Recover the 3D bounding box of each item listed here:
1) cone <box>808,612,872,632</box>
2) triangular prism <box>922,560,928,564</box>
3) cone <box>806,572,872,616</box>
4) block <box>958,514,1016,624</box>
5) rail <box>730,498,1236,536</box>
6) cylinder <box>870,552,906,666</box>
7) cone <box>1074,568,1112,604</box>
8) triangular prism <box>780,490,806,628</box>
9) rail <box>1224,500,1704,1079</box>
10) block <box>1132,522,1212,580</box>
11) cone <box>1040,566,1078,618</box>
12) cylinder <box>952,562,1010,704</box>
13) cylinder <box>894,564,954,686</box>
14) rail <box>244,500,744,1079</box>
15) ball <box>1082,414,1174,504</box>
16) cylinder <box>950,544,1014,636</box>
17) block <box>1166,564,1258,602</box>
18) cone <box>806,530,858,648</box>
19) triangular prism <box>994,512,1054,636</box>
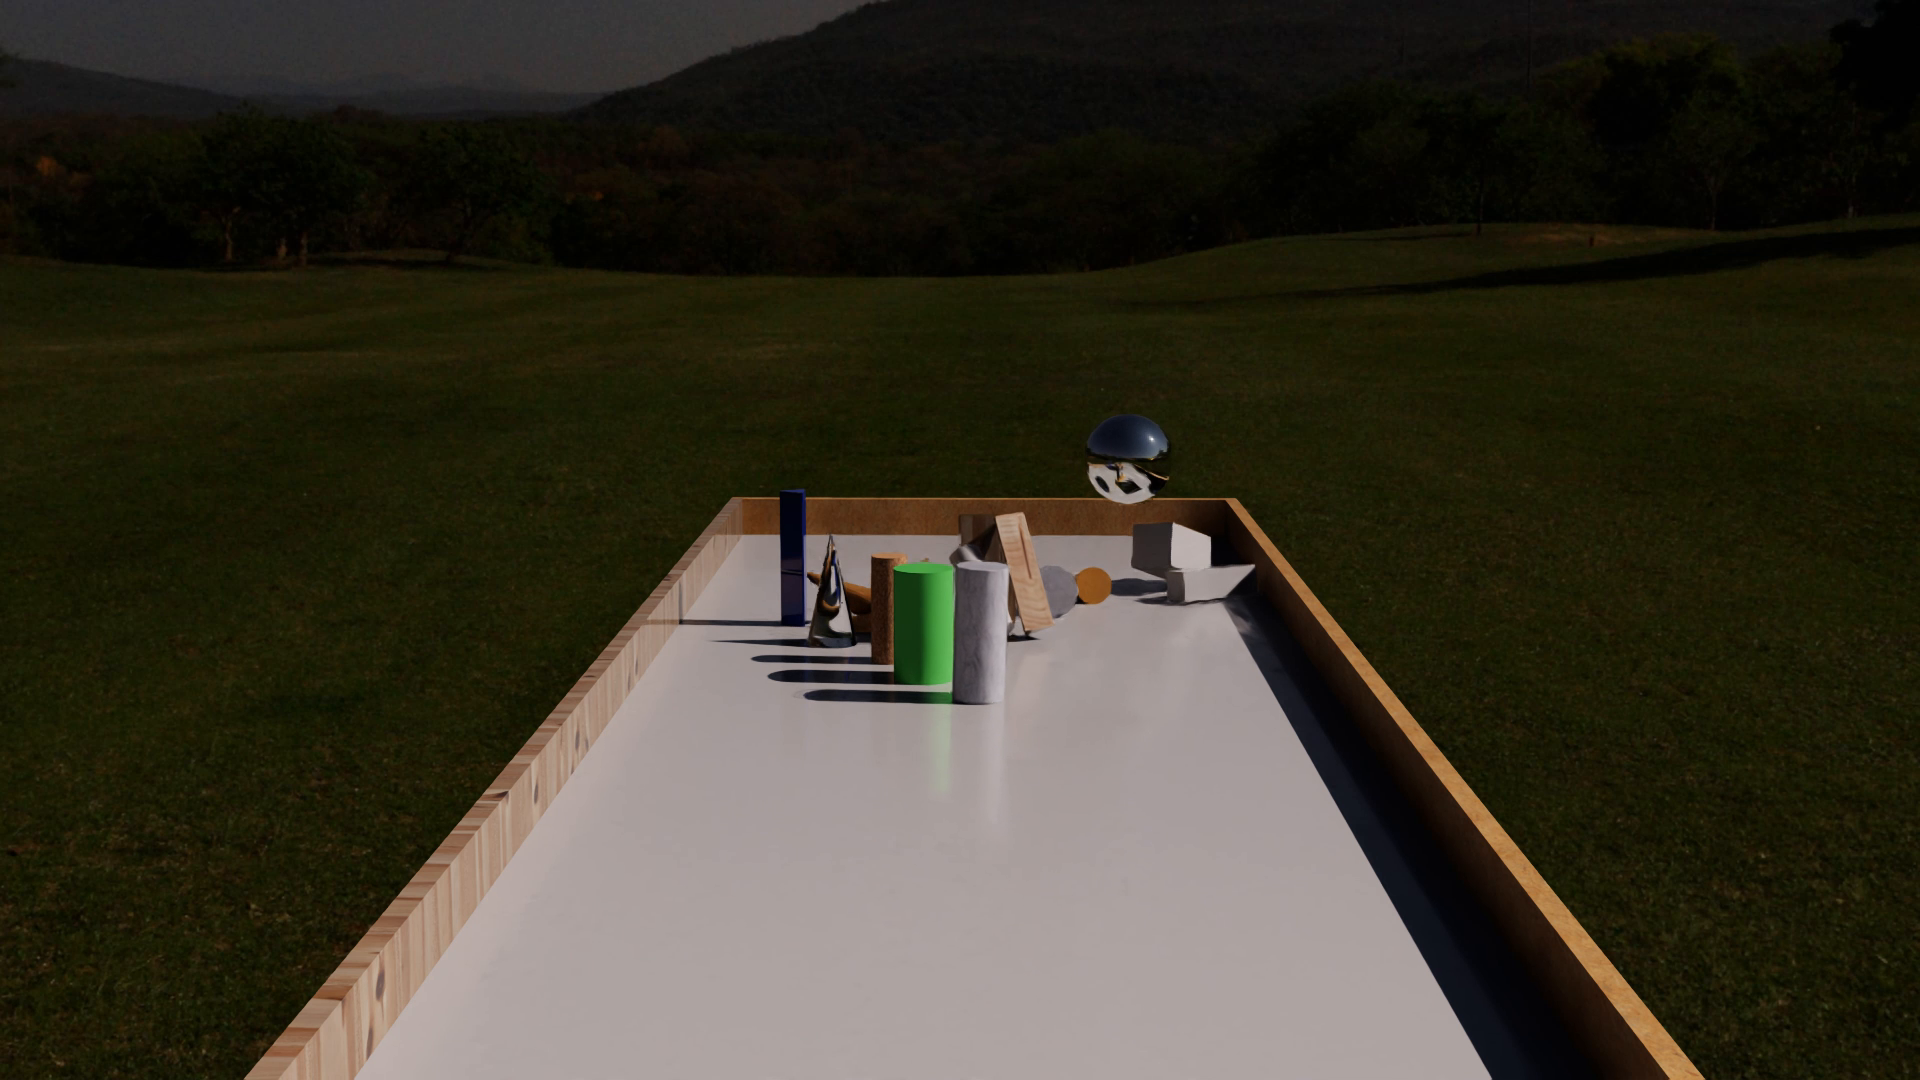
[{"bbox_3d":[-0.316,0.270,7.127,0.417,0.113,0.113,-5,7,19],"label":"cone"},{"bbox_3d":[-0.157,0.131,7.143,0.126,0.109,0.417,24,-10,-7],"label":"triangular prism"},{"bbox_3d":[-0.411,0.160,7.265,0.328,0.118,0.118,25,17,16],"label":"cone"},{"bbox_3d":[0.088,0.095,7.229,0.178,0.350,0.178,0,2,-2],"label":"block"},{"bbox_3d":[0.099,-0.098,9.147,2.100,0.150,0.050,0,9,1],"label":"rail"},{"bbox_3d":[-0.214,0.208,6.658,0.108,0.326,0.108,0,9,0],"label":"cylinder"},{"bbox_3d":[0.423,0.155,7.826,0.129,0.129,0.455,-1,1,-9],"label":"cone"},{"bbox_3d":[-0.530,0.057,7.228,0.091,0.445,0.079,5,10,31],"label":"triangular prism"},{"bbox_3d":[1.046,0.843,3.208,0.050,0.150,12.000,0,9,1],"label":"rail"},{"bbox_3d":[0.762,0.044,7.900,0.156,0.156,0.302,-3,-12,33],"label":"block"},{"bbox_3d":[0.315,0.191,7.534,0.176,0.176,0.324,0,-6,2],"label":"cone"},{"bbox_3d":[0.057,0.258,6.157,0.149,0.378,0.149,2,9,0],"label":"cylinder"},{"bbox_3d":[-0.107,0.244,6.418,0.174,0.329,0.174,0,9,0],"label":"cylinder"},{"bbox_3d":[-1.004,0.839,3.234,0.050,0.150,12.000,0,9,1],"label":"rail"},{"bbox_3d":[0.622,-0.301,8.131,0.334,0.334,0.334,0,9,0],"label":"ball"},{"bbox_3d":[0.069,0.167,7.021,0.105,0.303,0.105,-19,-28,-10],"label":"cylinder"},{"bbox_3d":[0.882,0.150,7.688,0.304,0.105,0.105,-5,3,-28],"label":"block"},{"bbox_3d":[-0.404,0.148,6.918,0.161,0.362,0.161,0,9,0],"label":"cone"},{"bbox_3d":[0.185,0.112,7.059,0.111,0.384,0.096,-9,-12,-27],"label":"triangular prism"}]
